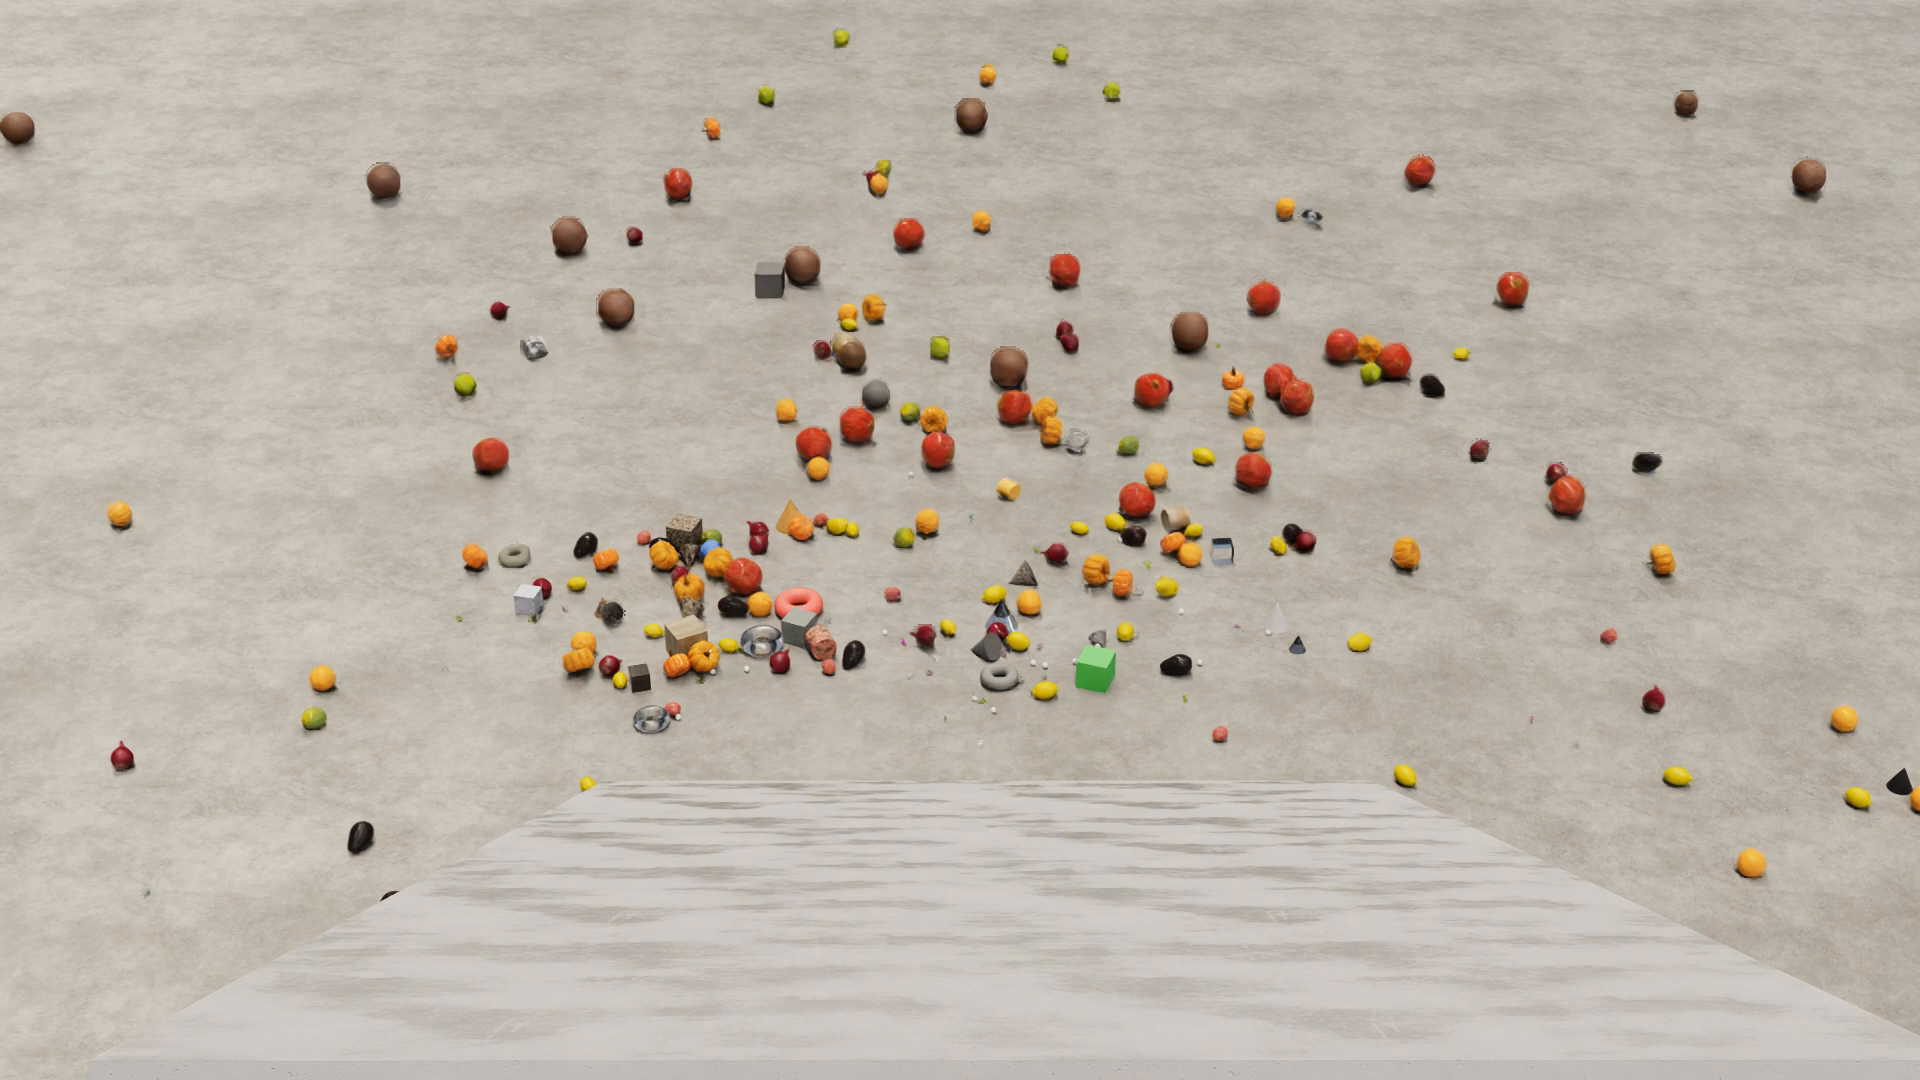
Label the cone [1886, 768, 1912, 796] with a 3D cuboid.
[{"bbox_3d":[2.486,0.626,6.844,0.067,0.067,0.067,0,33,0],"label":"cone"}]

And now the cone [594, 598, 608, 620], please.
[{"bbox_3d":[-1.035,0.189,7.526,0.058,0.058,0.058,0,33,0],"label":"cone"}]

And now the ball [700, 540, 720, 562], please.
[{"bbox_3d":[-0.747,0.033,7.764,0.062,0.062,0.062,0,33,0],"label":"ball"}]

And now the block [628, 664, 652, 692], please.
[{"bbox_3d":[-0.893,0.385,7.229,0.054,0.054,0.054,-9,34,-13],"label":"block"}]

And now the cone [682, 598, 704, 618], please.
[{"bbox_3d":[-0.788,0.217,7.505,0.074,0.074,0.074,16,63,23],"label":"cone"}]

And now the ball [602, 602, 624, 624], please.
[{"bbox_3d":[-1.003,0.209,7.491,0.063,0.063,0.063,0,33,0],"label":"ball"}]

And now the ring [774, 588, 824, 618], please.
[{"bbox_3d":[-0.469,0.188,7.539,0.143,0.048,0.143,-1,33,1],"label":"ring"}]

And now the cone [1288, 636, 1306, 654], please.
[{"bbox_3d":[0.962,0.291,7.377,0.050,0.050,0.050,0,33,0],"label":"cone"}]

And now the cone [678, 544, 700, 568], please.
[{"bbox_3d":[-0.809,0.058,7.753,0.070,0.070,0.070,-3,60,-4],"label":"cone"}]

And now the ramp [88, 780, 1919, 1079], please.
[{"bbox_3d":[0.073,0.639,4.752,2.000,0.100,4.000,0,-1,0],"label":"ramp"}]

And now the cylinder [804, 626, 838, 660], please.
[{"bbox_3d":[-0.394,0.292,7.356,0.072,0.072,0.072,-12,35,-18],"label":"cylinder"}]

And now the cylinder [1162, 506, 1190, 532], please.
[{"bbox_3d":[0.658,-0.064,7.908,0.068,0.068,0.068,-10,34,-16],"label":"cylinder"}]

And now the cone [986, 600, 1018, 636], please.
[{"bbox_3d":[0.120,0.207,7.463,0.097,0.097,0.097,0,33,0],"label":"cone"}]

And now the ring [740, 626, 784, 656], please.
[{"bbox_3d":[-0.564,0.287,7.391,0.126,0.042,0.126,-1,34,1],"label":"ring"}]

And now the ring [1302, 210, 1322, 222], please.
[{"bbox_3d":[1.311,-1.206,9.660,0.082,0.027,0.082,12,-5,1],"label":"ring"}]

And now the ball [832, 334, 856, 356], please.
[{"bbox_3d":[-0.393,-0.659,8.810,0.084,0.084,0.084,0,33,0],"label":"ball"}]

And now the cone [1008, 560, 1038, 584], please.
[{"bbox_3d":[0.176,0.111,7.668,0.079,0.079,0.079,-28,34,6],"label":"cone"}]

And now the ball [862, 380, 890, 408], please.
[{"bbox_3d":[-0.275,-0.478,8.522,0.095,0.095,0.095,0,33,0],"label":"ball"}]

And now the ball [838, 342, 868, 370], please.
[{"bbox_3d":[-0.362,-0.620,8.734,0.097,0.097,0.097,0,33,0],"label":"ball"}]

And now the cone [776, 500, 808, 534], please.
[{"bbox_3d":[-0.516,-0.085,7.912,0.098,0.098,0.098,0,33,0],"label":"cone"}]

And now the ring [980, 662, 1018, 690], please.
[{"bbox_3d":[0.110,0.381,7.251,0.109,0.036,0.109,1,34,0],"label":"ring"}]

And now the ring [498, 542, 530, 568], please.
[{"bbox_3d":[-1.333,0.046,7.767,0.097,0.032,0.097,-2,40,2],"label":"ring"}]

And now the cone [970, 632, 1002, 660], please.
[{"bbox_3d":[0.061,0.307,7.364,0.083,0.083,0.083,-10,22,38],"label":"cone"}]

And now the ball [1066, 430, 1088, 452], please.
[{"bbox_3d":[0.374,-0.318,8.298,0.069,0.069,0.069,0,33,0],"label":"ball"}]

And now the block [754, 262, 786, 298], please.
[{"bbox_3d":[-0.675,-0.922,9.205,0.096,0.096,0.096,1,33,2],"label":"block"}]

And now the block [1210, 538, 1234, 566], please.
[{"bbox_3d":[0.785,0.034,7.765,0.058,0.058,0.058,-3,33,-4],"label":"block"}]

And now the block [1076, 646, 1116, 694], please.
[{"bbox_3d":[0.379,0.360,7.236,0.087,0.087,0.087,11,35,16],"label":"block"}]

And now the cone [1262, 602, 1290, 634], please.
[{"bbox_3d":[0.912,0.212,7.469,0.082,0.082,0.082,0,33,0],"label":"cone"}]

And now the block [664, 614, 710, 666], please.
[{"bbox_3d":[-0.774,0.285,7.347,0.092,0.092,0.092,-17,37,-24],"label":"block"}]

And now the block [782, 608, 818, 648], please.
[{"bbox_3d":[-0.459,0.251,7.414,0.076,0.076,0.076,14,36,21],"label":"block"}]

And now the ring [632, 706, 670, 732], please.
[{"bbox_3d":[-0.843,0.489,7.087,0.102,0.034,0.102,-1,32,1],"label":"ring"}]

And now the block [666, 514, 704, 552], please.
[{"bbox_3d":[-0.831,-0.018,7.824,0.082,0.082,0.082,11,34,16],"label":"block"}]

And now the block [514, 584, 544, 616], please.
[{"bbox_3d":[-1.255,0.174,7.546,0.062,0.062,0.062,8,34,12],"label":"block"}]

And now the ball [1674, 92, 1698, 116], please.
[{"bbox_3d":[2.945,-1.769,10.512,0.096,0.096,0.096,0,33,0],"label":"ball"}]
